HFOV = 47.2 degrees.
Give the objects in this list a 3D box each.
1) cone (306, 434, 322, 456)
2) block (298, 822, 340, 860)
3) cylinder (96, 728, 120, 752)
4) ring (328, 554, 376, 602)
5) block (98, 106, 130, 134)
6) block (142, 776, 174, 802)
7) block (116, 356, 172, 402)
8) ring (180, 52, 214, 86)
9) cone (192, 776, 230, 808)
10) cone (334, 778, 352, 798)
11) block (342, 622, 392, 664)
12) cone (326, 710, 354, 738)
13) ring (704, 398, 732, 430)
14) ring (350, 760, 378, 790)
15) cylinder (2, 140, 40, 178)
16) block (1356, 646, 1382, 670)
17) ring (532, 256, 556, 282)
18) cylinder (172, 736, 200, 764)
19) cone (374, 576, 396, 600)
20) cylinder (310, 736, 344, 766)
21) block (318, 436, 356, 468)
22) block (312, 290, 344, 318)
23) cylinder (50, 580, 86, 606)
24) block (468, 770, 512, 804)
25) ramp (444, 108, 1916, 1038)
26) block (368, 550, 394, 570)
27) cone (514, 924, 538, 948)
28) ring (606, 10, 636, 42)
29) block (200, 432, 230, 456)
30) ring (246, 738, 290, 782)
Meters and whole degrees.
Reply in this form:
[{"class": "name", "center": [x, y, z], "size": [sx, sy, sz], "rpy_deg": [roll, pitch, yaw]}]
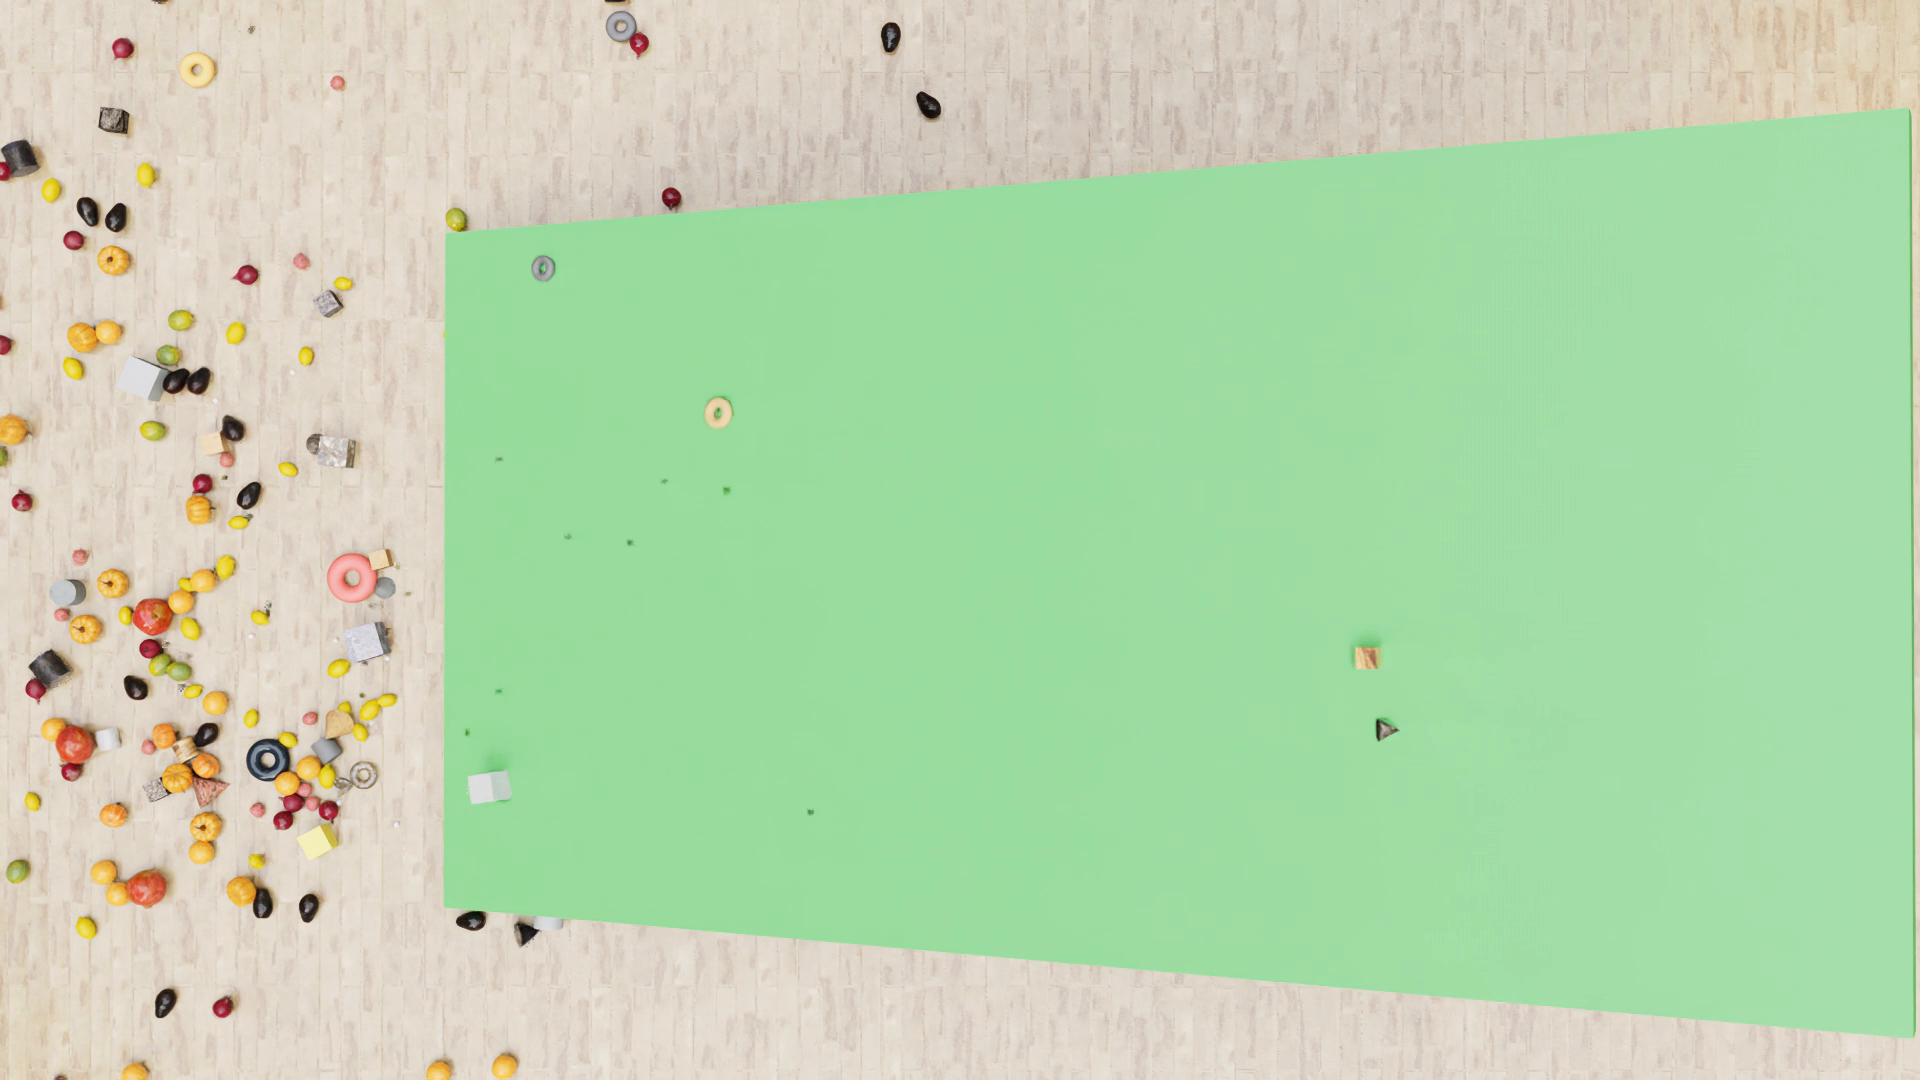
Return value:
[{"class": "cone", "center": [-1.935, -0.288, 6.584], "size": [0.065, 0.065, 0.065], "rpy_deg": [0, 89, 0]}, {"class": "block", "center": [-1.916, 0.901, 6.565], "size": [0.077, 0.077, 0.077], "rpy_deg": [-29, 89, 0]}, {"class": "cylinder", "center": [-2.548, 0.597, 6.577], "size": [0.060, 0.060, 0.060], "rpy_deg": [-14, 87, 0]}, {"class": "ring", "center": [-1.821, 0.114, 6.587], "size": [0.150, 0.050, 0.150], "rpy_deg": [0, 89, 1]}, {"class": "block", "center": [-2.537, -1.258, 6.595], "size": [0.064, 0.064, 0.064], "rpy_deg": [6, 89, 0]}, {"class": "block", "center": [-2.398, 0.745, 6.576], "size": [0.057, 0.057, 0.057], "rpy_deg": [-26, 89, 0]}, {"class": "block", "center": [-2.436, -0.481, 6.568], "size": [0.100, 0.100, 0.100], "rpy_deg": [23, 89, 0]}, {"class": "ring", "center": [-2.294, -1.414, 6.611], "size": [0.105, 0.035, 0.105], "rpy_deg": [0, 88, 1]}, {"class": "cone", "center": [-2.232, 0.743, 6.583], "size": [0.099, 0.099, 0.099], "rpy_deg": [-14, 89, -27]}, {"class": "cone", "center": [-1.857, 0.753, 6.592], "size": [0.057, 0.057, 0.057], "rpy_deg": [26, 116, 0]}, {"class": "block", "center": [-1.768, 0.305, 6.561], "size": [0.098, 0.098, 0.098], "rpy_deg": [-17, 89, 0]}, {"class": "cone", "center": [-1.867, 0.567, 6.544], "size": [0.091, 0.091, 0.091], "rpy_deg": [7, 120, 11]}, {"class": "ring", "center": [-0.667, -0.349, 6.077], "size": [0.089, 0.030, 0.089], "rpy_deg": [-1, 88, 28]}, {"class": "ring", "center": [-1.787, 0.704, 6.591], "size": [0.087, 0.029, 0.087], "rpy_deg": [0, 88, 0]}, {"class": "cylinder", "center": [-2.813, -1.142, 6.584], "size": [0.083, 0.083, 0.083], "rpy_deg": [-24, 89, 0]}, {"class": "block", "center": [0.972, 0.281, 5.231], "size": [0.051, 0.051, 0.051], "rpy_deg": [0, 89, 27]}, {"class": "ring", "center": [-1.204, -0.783, 6.354], "size": [0.078, 0.026, 0.078], "rpy_deg": [0, 90, 26]}, {"class": "cylinder", "center": [-2.315, 0.627, 6.575], "size": [0.063, 0.063, 0.063], "rpy_deg": [-30, 89, 0]}, {"class": "cone", "center": [-1.729, 0.144, 6.578], "size": [0.067, 0.067, 0.067], "rpy_deg": [0, 89, 0]}, {"class": "cylinder", "center": [-1.892, 0.626, 6.572], "size": [0.069, 0.069, 0.069], "rpy_deg": [-38, 91, 0]}, {"class": "block", "center": [-1.863, -0.262, 6.574], "size": [0.084, 0.084, 0.084], "rpy_deg": [6, 89, 0]}, {"class": "block", "center": [-1.894, -0.708, 6.592], "size": [0.058, 0.058, 0.058], "rpy_deg": [-33, 89, 0]}, {"class": "cylinder", "center": [-2.666, 0.157, 6.572], "size": [0.078, 0.078, 0.078], "rpy_deg": [0, 89, 0]}, {"class": "block", "center": [-1.366, 0.719, 6.387], "size": [0.083, 0.083, 0.083], "rpy_deg": [-11, 84, 26]}, {"class": "ramp", "center": [0.279, 0.079, 5.667], "size": [4.000, 0.100, 2.000], "rpy_deg": [0, 89, 27]}, {"class": "block", "center": [-1.735, 0.059, 6.586], "size": [0.052, 0.052, 0.052], "rpy_deg": [-15, 89, 0]}, {"class": "cone", "center": [-1.287, 1.175, 6.583], "size": [0.076, 0.076, 0.076], "rpy_deg": [-13, 89, -28]}, {"class": "ring", "center": [-1.019, -1.545, 6.614], "size": [0.094, 0.031, 0.094], "rpy_deg": [0, 89, 1]}, {"class": "block", "center": [-2.232, -0.287, 6.586], "size": [0.060, 0.060, 0.060], "rpy_deg": [-13, 89, 0]}, {"class": "ring", "center": [-2.072, 0.659, 6.585], "size": [0.131, 0.044, 0.131], "rpy_deg": [0, 90, -1]}]
